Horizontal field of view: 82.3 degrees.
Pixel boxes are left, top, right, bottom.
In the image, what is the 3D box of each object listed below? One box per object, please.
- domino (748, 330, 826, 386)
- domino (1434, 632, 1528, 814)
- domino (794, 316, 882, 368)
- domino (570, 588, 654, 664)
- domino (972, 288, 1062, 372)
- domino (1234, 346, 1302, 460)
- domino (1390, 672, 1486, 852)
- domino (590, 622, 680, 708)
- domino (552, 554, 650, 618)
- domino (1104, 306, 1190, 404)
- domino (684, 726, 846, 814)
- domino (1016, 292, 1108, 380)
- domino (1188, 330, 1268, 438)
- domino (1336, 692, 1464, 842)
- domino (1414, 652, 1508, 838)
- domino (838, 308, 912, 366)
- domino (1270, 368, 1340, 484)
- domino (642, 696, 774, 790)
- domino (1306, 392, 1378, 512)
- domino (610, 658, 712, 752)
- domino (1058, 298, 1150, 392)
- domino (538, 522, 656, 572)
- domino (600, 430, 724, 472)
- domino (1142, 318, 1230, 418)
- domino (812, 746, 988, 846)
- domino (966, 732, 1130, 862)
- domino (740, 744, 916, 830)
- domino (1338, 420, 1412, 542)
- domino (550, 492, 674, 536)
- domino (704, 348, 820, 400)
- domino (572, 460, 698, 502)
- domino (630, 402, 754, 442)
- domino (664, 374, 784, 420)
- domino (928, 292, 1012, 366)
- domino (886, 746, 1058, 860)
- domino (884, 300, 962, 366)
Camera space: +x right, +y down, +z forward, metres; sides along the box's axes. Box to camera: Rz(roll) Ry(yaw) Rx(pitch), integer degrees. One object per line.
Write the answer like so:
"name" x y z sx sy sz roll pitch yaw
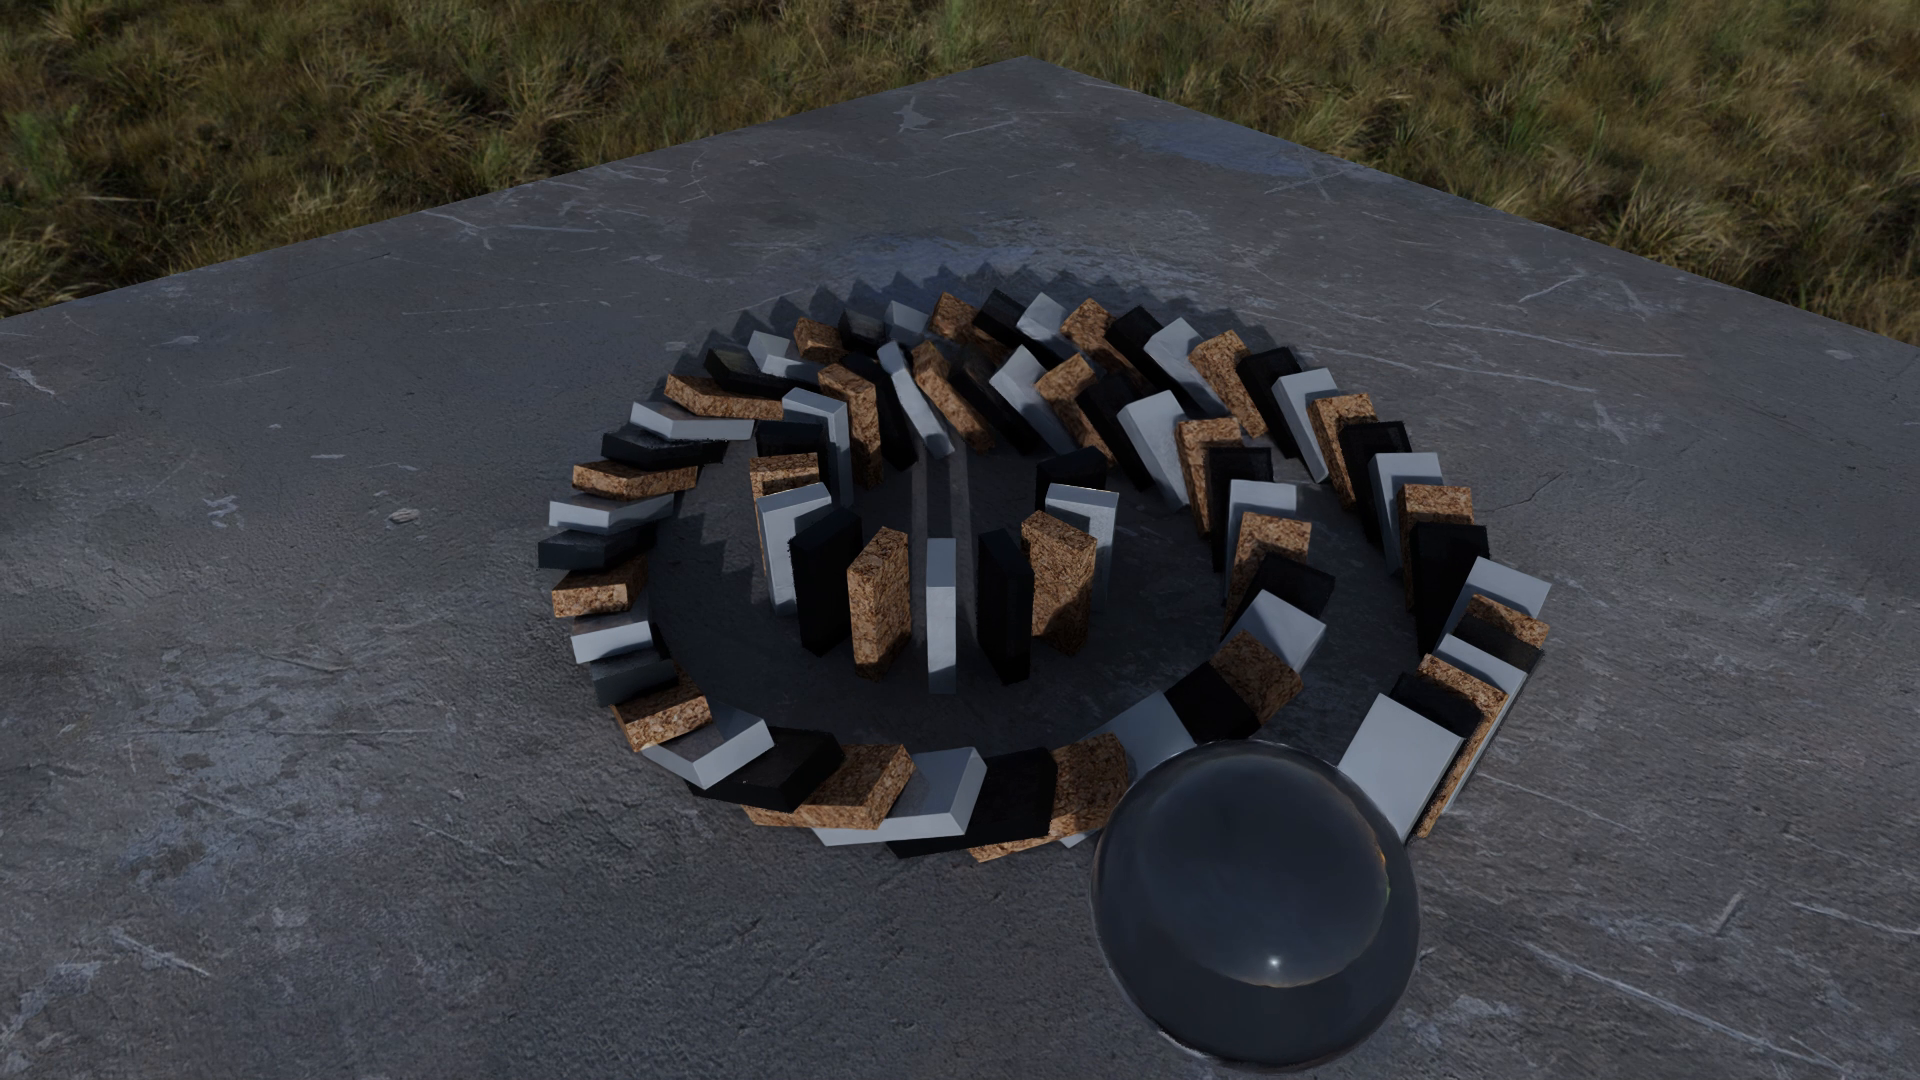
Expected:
"domino" -0.075 -0.085 0.530 0.050 0.009 0.025 9 31 -34
"domino" 0.153 0.058 0.346 0.025 0.050 0.010 31 7 32
"domino" -0.055 -0.093 0.539 0.050 0.010 0.025 13 32 -28
"domino" -0.123 0.029 0.390 0.025 0.010 0.050 -12 13 -14
"domino" 0.033 -0.104 0.553 0.050 0.010 0.025 32 42 -5
"domino" 0.150 -0.063 0.503 0.025 0.010 0.050 -17 70 -20
"domino" 0.134 0.068 0.333 0.025 0.050 0.009 31 7 32
"domino" -0.112 0.042 0.375 0.025 0.010 0.050 -16 14 -18
"domino" -0.132 0.016 0.406 0.025 0.009 0.050 -5 12 -7
"domino" 0.097 -0.090 0.536 0.050 0.010 0.025 46 53 9
"domino" -0.062 0.070 0.341 0.050 0.009 0.025 -4 29 43
"domino" 0.054 -0.101 0.549 0.050 0.010 0.025 35 45 -1
"domino" 0.133 -0.074 0.516 0.025 0.009 0.050 -27 74 -29
"domino" 0.125 0.074 0.327 0.025 0.050 0.009 31 7 32
"domino" 0.144 0.063 0.339 0.025 0.050 0.010 31 7 32
"domino" -0.034 -0.097 0.545 0.050 0.010 0.025 15 33 -26
"domino" 0.161 -0.051 0.489 0.025 0.009 0.050 -13 68 -16
"domino" -0.082 0.063 0.349 0.025 0.009 0.050 -30 20 -31
"domino" 0.170 -0.038 0.473 0.025 0.010 0.050 -8 67 -10
"domino" -0.100 0.053 0.361 0.025 0.009 0.050 -19 16 -22
"domino" 0.076 -0.096 0.544 0.050 0.009 0.025 40 48 4
"domino" -0.139 0.002 0.424 0.025 0.010 0.050 4 12 5
"domino" -0.127 -0.040 0.474 0.025 0.010 0.050 18 15 21
"domino" 0.114 -0.082 0.527 0.050 0.009 0.025 47 54 10
"domino" -0.018 0.077 0.331 0.050 0.009 0.025 -13 32 29
"domino" 0.026 0.077 0.331 0.050 0.010 0.025 -22 36 18
"domino" -0.041 0.075 0.335 0.050 0.010 0.025 -8 30 35
"domino" 0.177 -0.025 0.456 0.025 0.010 0.050 -5 67 -6
"domino" -0.139 -0.013 0.441 0.025 0.010 0.050 10 13 13
"domino" -0.093 -0.077 0.520 0.050 0.009 0.025 5 29 -41
"domino" -0.134 -0.026 0.458 0.025 0.010 0.050 14 14 17
"domino" -0.119 -0.053 0.491 0.025 0.010 0.050 25 18 28
"domino" -0.107 -0.065 0.506 0.025 0.010 0.050 32 21 33
"domino" 0.010 -0.104 0.553 0.050 0.010 0.025 26 38 -13
"domino" 0.003 0.079 0.329 0.050 0.009 0.025 -16 33 25
"domino" -0.013 -0.101 0.550 0.050 0.010 0.025 19 35 -21
